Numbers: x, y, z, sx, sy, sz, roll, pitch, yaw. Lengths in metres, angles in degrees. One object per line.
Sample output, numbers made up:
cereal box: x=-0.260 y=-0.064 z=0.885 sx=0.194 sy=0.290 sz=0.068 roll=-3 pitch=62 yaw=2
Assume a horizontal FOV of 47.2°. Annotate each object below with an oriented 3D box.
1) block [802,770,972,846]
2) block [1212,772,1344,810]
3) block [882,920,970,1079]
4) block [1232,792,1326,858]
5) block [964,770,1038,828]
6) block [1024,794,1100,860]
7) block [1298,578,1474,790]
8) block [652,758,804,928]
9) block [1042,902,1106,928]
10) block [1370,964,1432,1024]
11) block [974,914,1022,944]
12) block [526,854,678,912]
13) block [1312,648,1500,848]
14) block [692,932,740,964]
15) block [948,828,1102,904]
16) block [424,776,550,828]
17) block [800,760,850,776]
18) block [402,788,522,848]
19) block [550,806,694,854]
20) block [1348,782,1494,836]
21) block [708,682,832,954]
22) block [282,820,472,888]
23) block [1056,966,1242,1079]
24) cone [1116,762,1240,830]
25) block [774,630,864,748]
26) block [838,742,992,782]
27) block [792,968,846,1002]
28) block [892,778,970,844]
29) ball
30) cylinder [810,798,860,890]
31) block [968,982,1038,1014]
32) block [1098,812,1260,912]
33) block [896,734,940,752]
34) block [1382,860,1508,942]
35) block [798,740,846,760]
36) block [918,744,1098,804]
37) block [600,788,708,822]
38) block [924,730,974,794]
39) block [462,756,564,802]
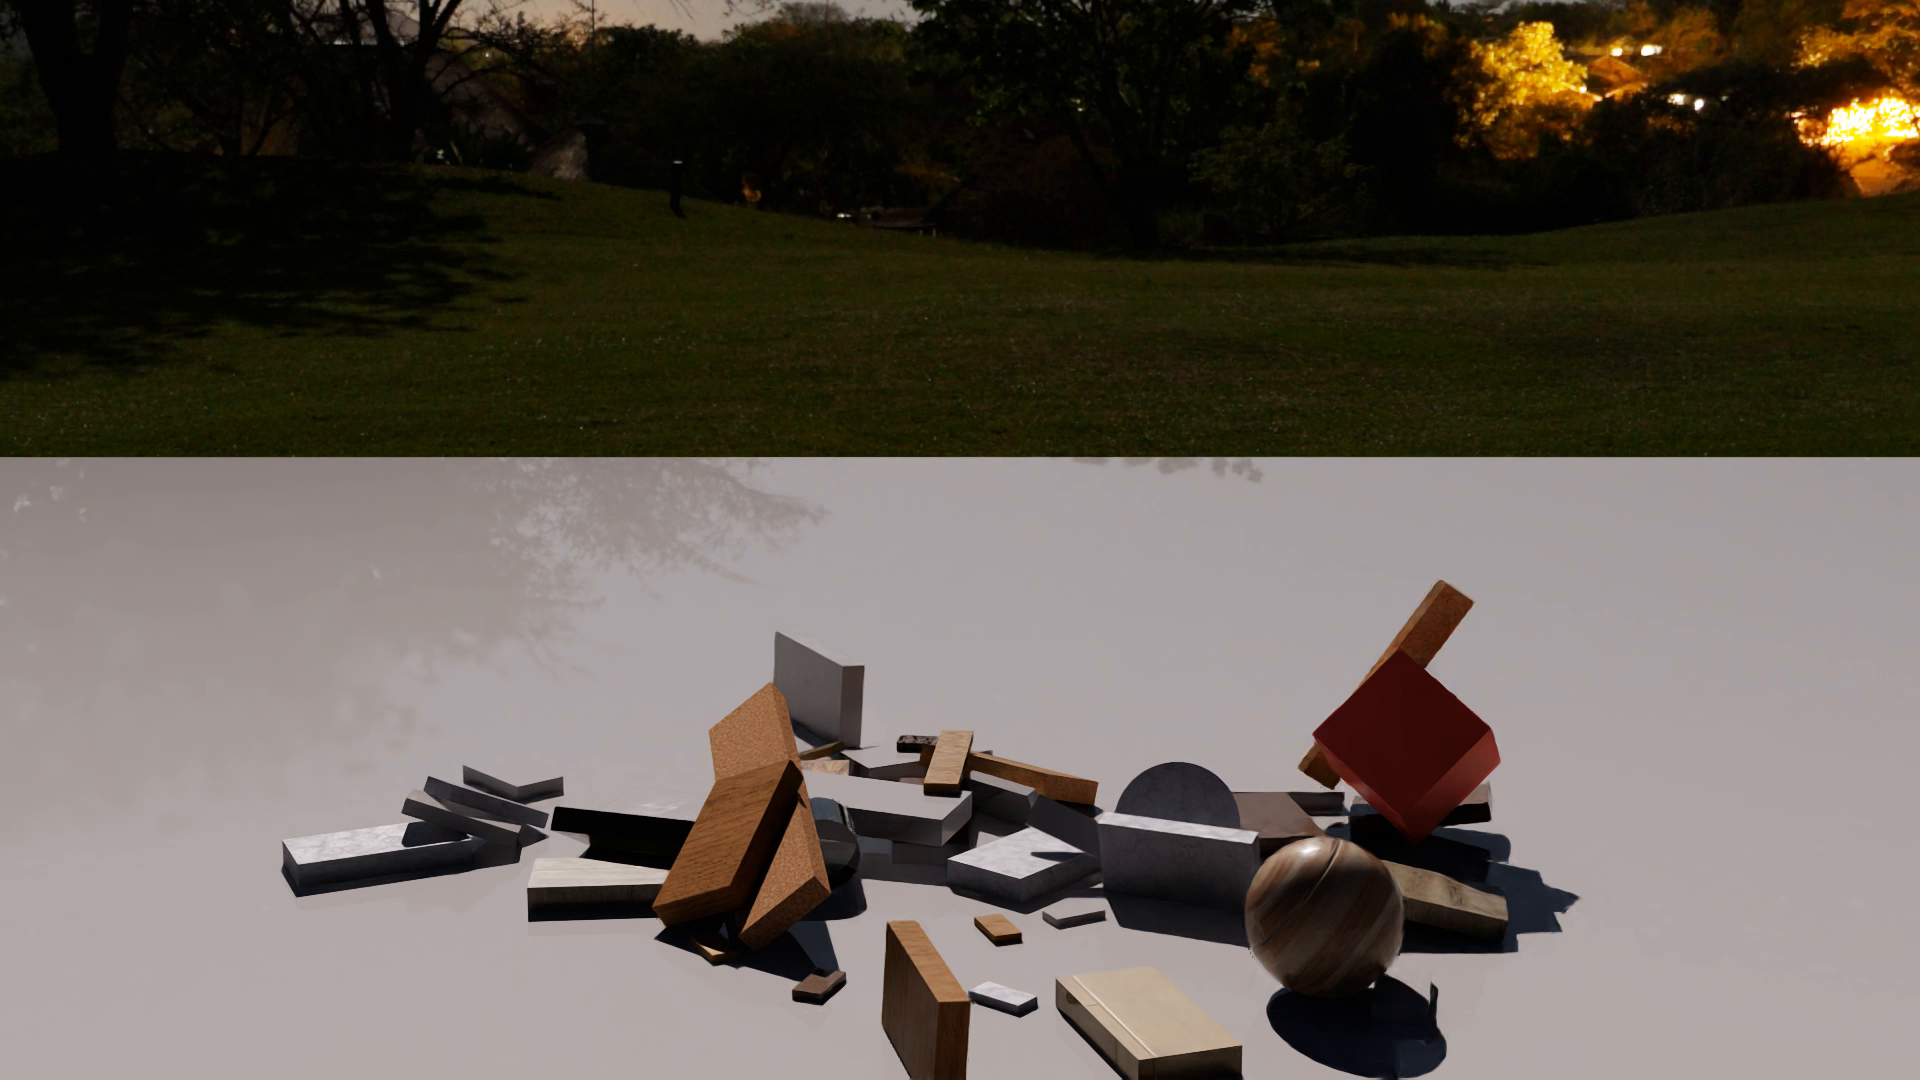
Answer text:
block: x=-0.168 y=0.475 z=3.914 sx=0.344 sy=0.049 sz=0.172 roll=5 pitch=12 yaw=17
block: x=0.594 y=0.478 z=4.177 sx=0.249 sy=0.035 sz=0.125 roll=0 pitch=11 yaw=1
block: x=-0.049 y=0.640 z=2.979 sx=0.043 sy=0.152 sz=0.303 roll=1 pitch=10 yaw=-15
block: x=0.560 y=0.514 z=3.977 sx=0.132 sy=0.037 sz=0.264 roll=-1 pitch=11 yaw=-7
block: x=0.085 y=0.478 z=4.042 sx=0.162 sy=0.081 sz=0.023 roll=11 pitch=40 yaw=45
block: x=0.236 y=0.511 z=3.733 sx=0.256 sy=0.057 sz=0.016 roll=23 pitch=-14 yaw=19
block: x=0.783 y=0.267 z=4.042 sx=0.081 sy=0.434 sz=0.023 roll=31 pitch=9 yaw=-29
block: x=-0.376 y=0.492 z=3.594 sx=0.157 sy=0.044 sz=0.314 roll=-19 pitch=26 yaw=27
block: x=0.184 y=0.605 z=3.554 sx=0.092 sy=0.013 sz=0.046 roll=-6 pitch=12 yaw=-28
block: x=0.646 y=0.663 z=3.214 sx=0.081 sy=0.023 sz=0.162 roll=2 pitch=11 yaw=13
block: x=0.060 y=0.617 z=3.490 sx=0.046 sy=0.013 sz=0.092 roll=-4 pitch=11 yaw=-20
block: x=-0.564 y=0.570 z=3.663 sx=0.294 sy=0.042 sz=0.147 roll=-1 pitch=11 yaw=-5
block: x=0.787 y=0.366 z=3.865 sx=0.215 sy=0.215 sz=0.215 roll=44 pitch=-3 yaw=28
block: x=-0.379 y=0.631 z=3.410 sx=0.046 sy=0.013 sz=0.092 roll=-5 pitch=12 yaw=-27
block: x=0.140 y=0.547 z=3.780 sx=0.157 sy=0.044 sz=0.314 roll=9 pitch=14 yaw=39
block: x=-0.854 y=0.474 z=3.966 sx=0.202 sy=0.029 sz=0.101 roll=25 pitch=-11 yaw=-38
block: x=-0.281 y=0.476 z=4.178 sx=0.137 sy=0.039 sz=0.274 roll=0 pitch=11 yaw=-2
block: x=-0.881 y=0.493 z=3.896 sx=0.203 sy=0.029 sz=0.101 roll=19 pitch=1 yaw=-7
block: x=-0.541 y=0.509 z=3.802 sx=0.294 sy=0.042 sz=0.147 roll=3 pitch=-17 yaw=21
block: x=0.837 y=0.488 z=3.992 sx=0.249 sy=0.035 sz=0.125 roll=-8 pitch=8 yaw=17
block: x=-0.337 y=0.453 z=3.772 sx=0.152 sy=0.043 sz=0.823 roll=-39 pitch=20 yaw=4
block: x=-1.012 y=0.541 z=3.820 sx=0.294 sy=0.042 sz=0.147 roll=-5 pitch=12 yaw=-26
block: x=0.259 y=0.678 z=3.077 sx=0.152 sy=0.043 sz=0.303 roll=-4 pitch=11 yaw=-18
cone: x=0.389 y=0.512 z=3.824 sx=0.216 sy=0.216 sz=0.216 roll=2 pitch=-16 yaw=13
block: x=-0.305 y=0.313 z=4.684 sx=0.049 sy=0.172 sz=0.367 roll=-1 pitch=10 yaw=-27
block: x=-0.088 y=0.438 z=4.381 sx=0.274 sy=0.039 sz=0.137 roll=-6 pitch=12 yaw=-27
block: x=-0.208 y=0.659 z=3.260 sx=0.046 sy=0.013 sz=0.092 roll=4 pitch=11 yaw=21
block: x=-0.049 y=0.498 z=4.060 sx=0.137 sy=0.039 sz=0.274 roll=0 pitch=11 yaw=2
ball: x=0.535 y=0.553 z=3.228 sx=0.234 sy=0.234 sz=0.234 roll=0 pitch=11 yaw=0
cylinder: x=-0.237 y=0.515 z=3.731 sx=0.125 sy=0.125 sz=0.125 roll=-1 pitch=11 yaw=-7
block: x=0.063 y=0.668 z=3.212 sx=0.092 sy=0.013 sz=0.046 roll=8 pitch=13 yaw=38
block: x=0.361 y=0.530 z=3.617 sx=0.264 sy=0.132 sz=0.037 roll=5 pitch=25 yaw=24
block: x=-0.067 y=0.407 z=4.398 sx=0.113 sy=0.016 sz=0.057 roll=1 pitch=11 yaw=7
block: x=0.738 y=0.569 z=3.522 sx=0.264 sy=0.037 sz=0.132 roll=12 pitch=16 yaw=7
block: x=-0.291 y=0.428 z=4.393 sx=0.113 sy=0.016 sz=0.057 roll=-18 pitch=2 yaw=26
block: x=0.091 y=0.446 z=4.197 sx=0.314 sy=0.044 sz=0.157 roll=9 pitch=-4 yaw=41
block: x=-0.468 y=0.510 z=3.966 sx=0.344 sy=0.049 sz=0.172 roll=4 pitch=11 yaw=20
block: x=-0.020 y=0.410 z=4.093 sx=0.062 sy=0.018 sz=0.353 roll=1 pitch=11 yaw=5
block: x=-0.870 y=0.462 z=4.278 sx=0.101 sy=0.029 sz=0.203 roll=-10 pitch=14 yaw=-42
